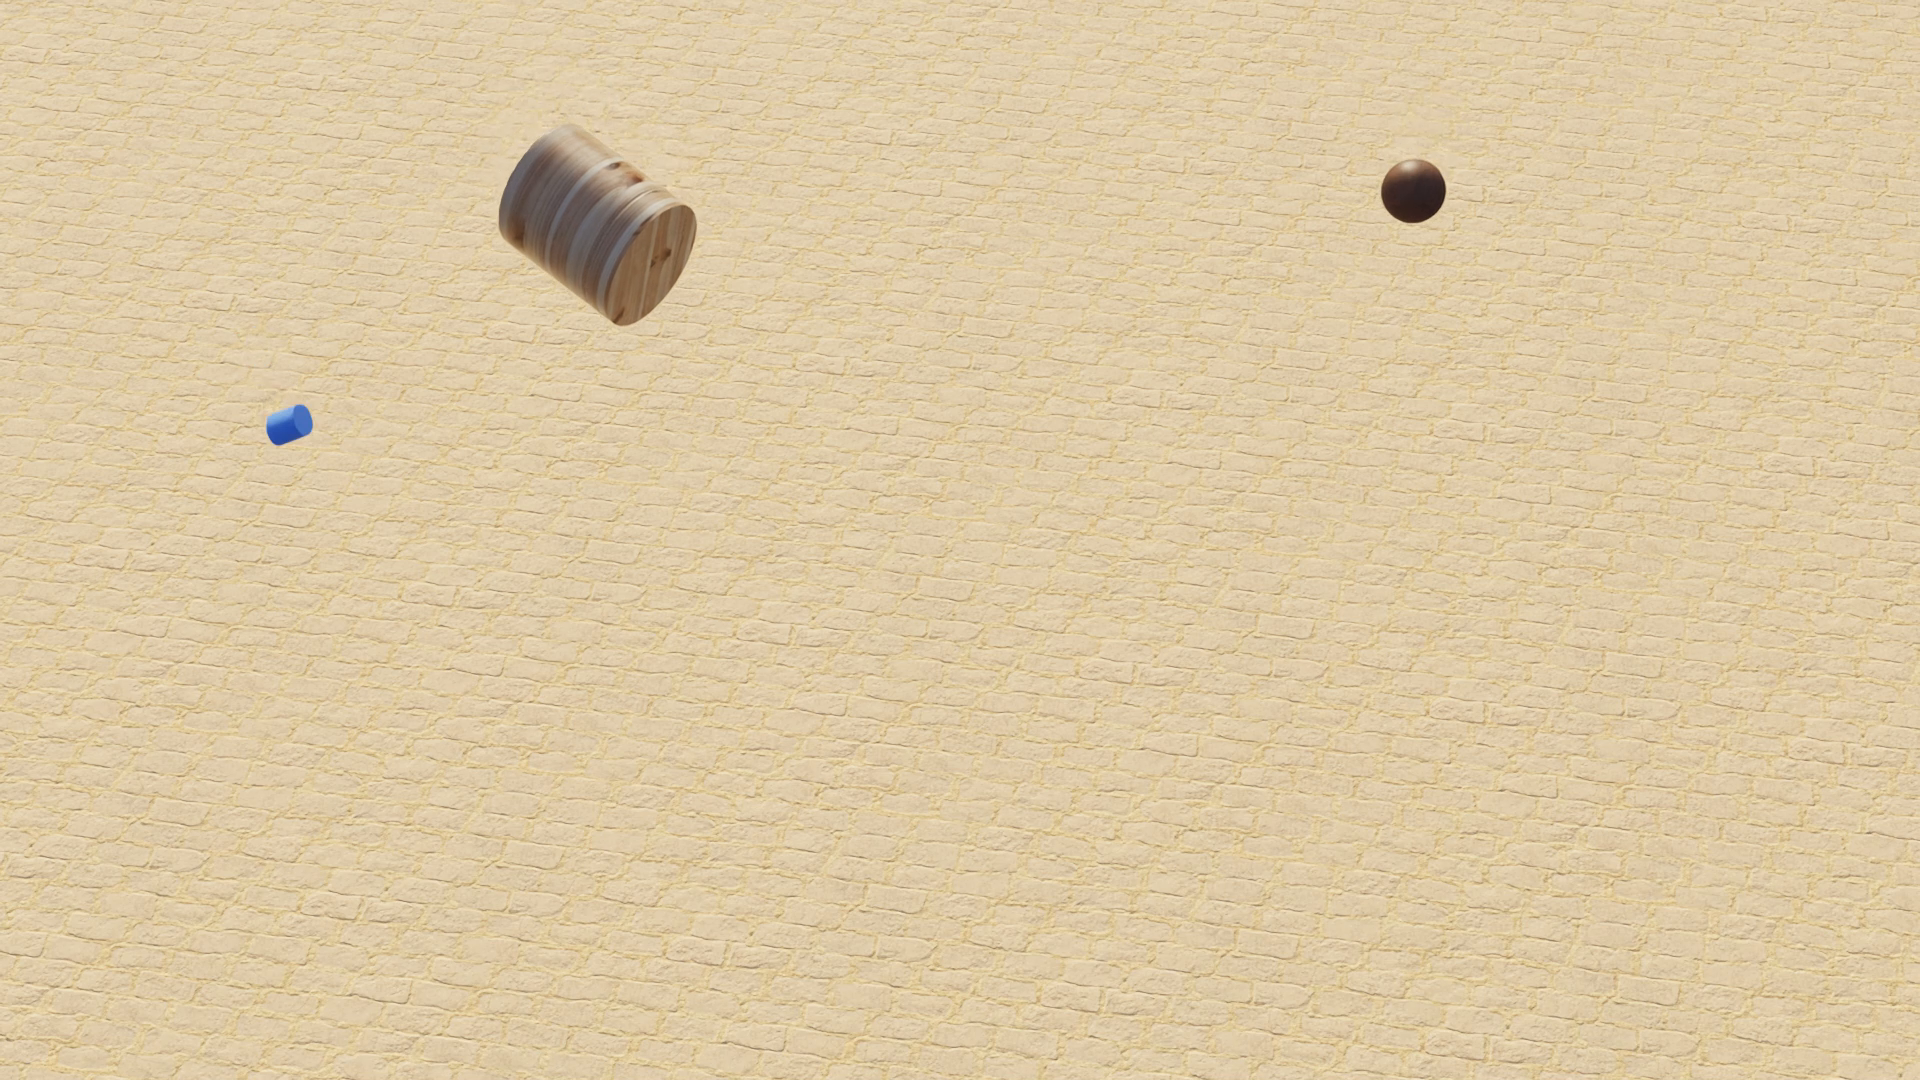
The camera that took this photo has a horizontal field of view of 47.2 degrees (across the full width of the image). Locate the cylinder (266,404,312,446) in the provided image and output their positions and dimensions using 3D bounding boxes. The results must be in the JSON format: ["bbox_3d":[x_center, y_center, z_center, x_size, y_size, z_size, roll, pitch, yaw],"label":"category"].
[{"bbox_3d":[-1.101,-0.189,3.610,0.053,0.050,0.062,-19,37,15],"label":"cylinder"}]

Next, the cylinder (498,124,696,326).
[{"bbox_3d":[-0.767,-0.667,4.658,0.312,0.314,0.273,37,50,14],"label":"cylinder"}]
